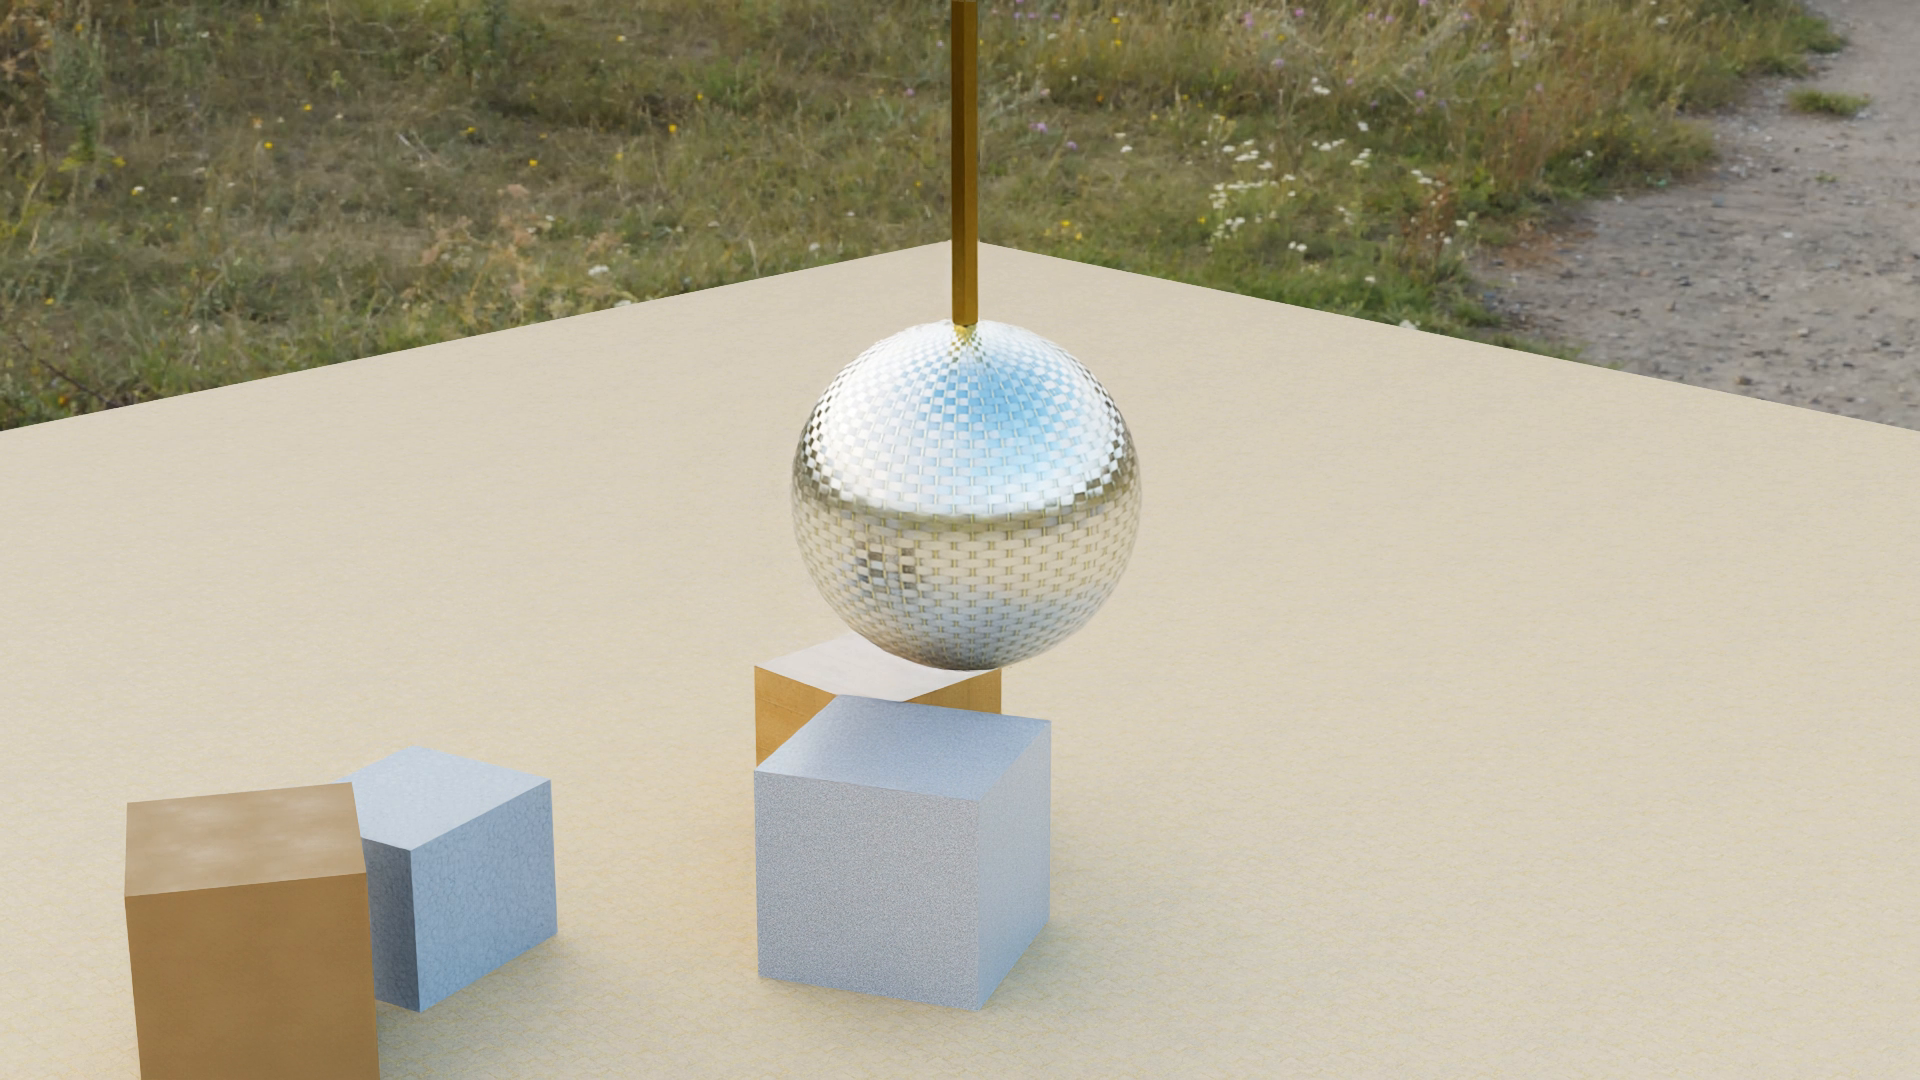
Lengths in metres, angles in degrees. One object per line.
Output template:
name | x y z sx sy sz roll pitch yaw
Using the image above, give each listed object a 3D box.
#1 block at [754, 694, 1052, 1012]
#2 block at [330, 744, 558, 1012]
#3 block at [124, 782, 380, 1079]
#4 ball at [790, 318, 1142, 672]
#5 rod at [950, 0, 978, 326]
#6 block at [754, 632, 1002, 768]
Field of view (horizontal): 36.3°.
block | -0.230 1.318 12.583 0.989 0.941 0.962 6 18 19
block | -2.330 1.432 12.574 0.779 0.728 0.902 10 20 30
block | -2.774 1.626 11.500 0.879 1.001 0.931 -4 18 -14
ball | 0.027 -0.205 13.306 1.600 1.600 1.600 0 17 0
rod | 0.012 -3.444 12.272 0.080 5.200 0.080 17 24 42
block | -0.391 0.959 14.038 0.854 0.753 0.808 17 24 42
